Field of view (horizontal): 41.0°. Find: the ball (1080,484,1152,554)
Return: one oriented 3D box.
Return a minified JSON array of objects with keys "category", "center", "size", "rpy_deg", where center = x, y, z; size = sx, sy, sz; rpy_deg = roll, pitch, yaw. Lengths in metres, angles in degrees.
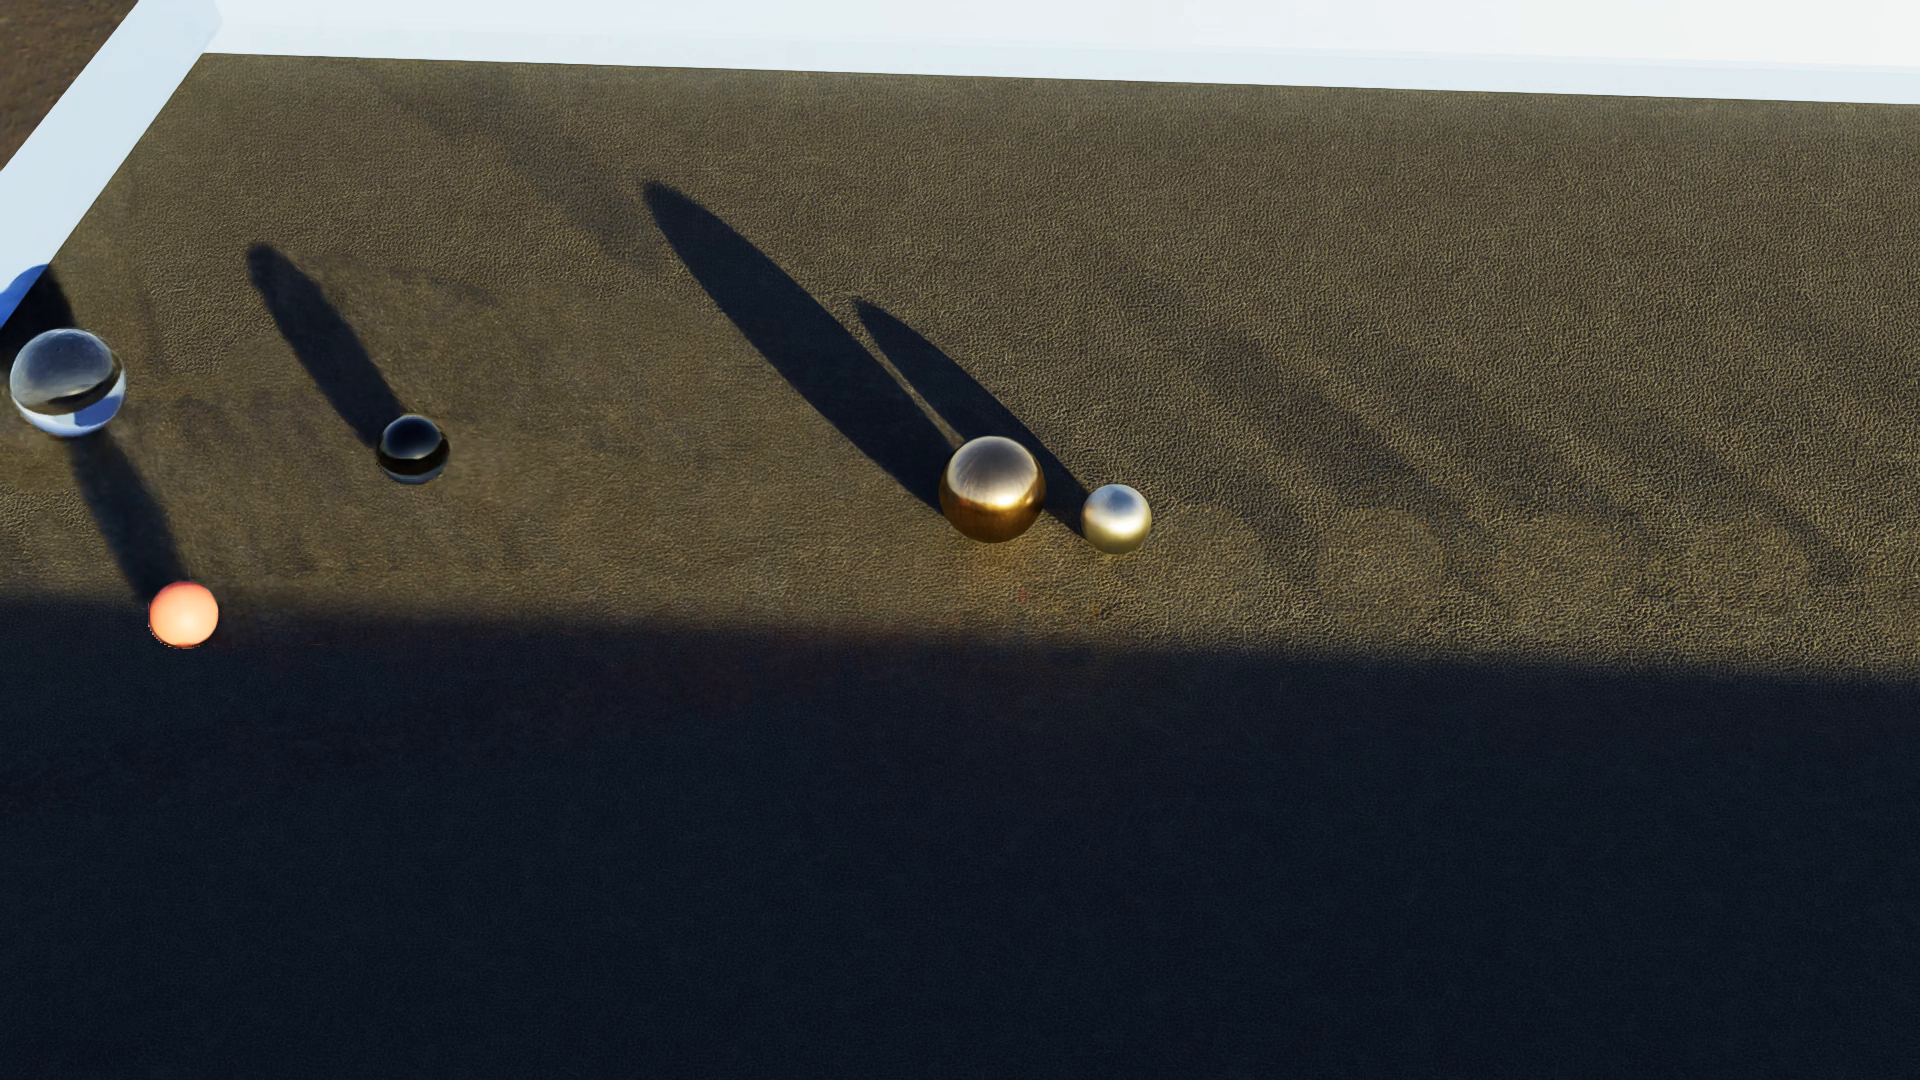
[{"category":"ball","center":[0.112,-0.015,1.838],"size":[0.051,0.051,0.051],"rpy_deg":[0,35,0]}]

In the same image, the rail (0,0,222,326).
[{"category":"rail","center":[-0.786,-0.055,1.843],"size":[0.045,0.109,1.638],"rpy_deg":[2,36,3]}]

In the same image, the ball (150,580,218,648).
[{"category":"ball","center":[-0.530,0.050,1.752],"size":[0.045,0.045,0.045],"rpy_deg":[0,35,0]}]

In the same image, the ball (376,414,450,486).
[{"category":"ball","center":[-0.407,-0.067,1.910],"size":[0.053,0.053,0.053],"rpy_deg":[0,35,0]}]

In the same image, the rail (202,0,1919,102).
[{"category":"rail","center":[0.865,-0.450,2.399],"size":[3.245,0.109,0.045],"rpy_deg":[2,36,3]}]

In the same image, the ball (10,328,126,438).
[{"category":"ball","center":[-0.681,-0.120,1.958],"size":[0.084,0.084,0.084],"rpy_deg":[0,35,0]}]

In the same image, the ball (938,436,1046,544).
[{"category":"ball","center":[0.023,-0.037,1.846],"size":[0.078,0.078,0.078],"rpy_deg":[0,35,0]}]
